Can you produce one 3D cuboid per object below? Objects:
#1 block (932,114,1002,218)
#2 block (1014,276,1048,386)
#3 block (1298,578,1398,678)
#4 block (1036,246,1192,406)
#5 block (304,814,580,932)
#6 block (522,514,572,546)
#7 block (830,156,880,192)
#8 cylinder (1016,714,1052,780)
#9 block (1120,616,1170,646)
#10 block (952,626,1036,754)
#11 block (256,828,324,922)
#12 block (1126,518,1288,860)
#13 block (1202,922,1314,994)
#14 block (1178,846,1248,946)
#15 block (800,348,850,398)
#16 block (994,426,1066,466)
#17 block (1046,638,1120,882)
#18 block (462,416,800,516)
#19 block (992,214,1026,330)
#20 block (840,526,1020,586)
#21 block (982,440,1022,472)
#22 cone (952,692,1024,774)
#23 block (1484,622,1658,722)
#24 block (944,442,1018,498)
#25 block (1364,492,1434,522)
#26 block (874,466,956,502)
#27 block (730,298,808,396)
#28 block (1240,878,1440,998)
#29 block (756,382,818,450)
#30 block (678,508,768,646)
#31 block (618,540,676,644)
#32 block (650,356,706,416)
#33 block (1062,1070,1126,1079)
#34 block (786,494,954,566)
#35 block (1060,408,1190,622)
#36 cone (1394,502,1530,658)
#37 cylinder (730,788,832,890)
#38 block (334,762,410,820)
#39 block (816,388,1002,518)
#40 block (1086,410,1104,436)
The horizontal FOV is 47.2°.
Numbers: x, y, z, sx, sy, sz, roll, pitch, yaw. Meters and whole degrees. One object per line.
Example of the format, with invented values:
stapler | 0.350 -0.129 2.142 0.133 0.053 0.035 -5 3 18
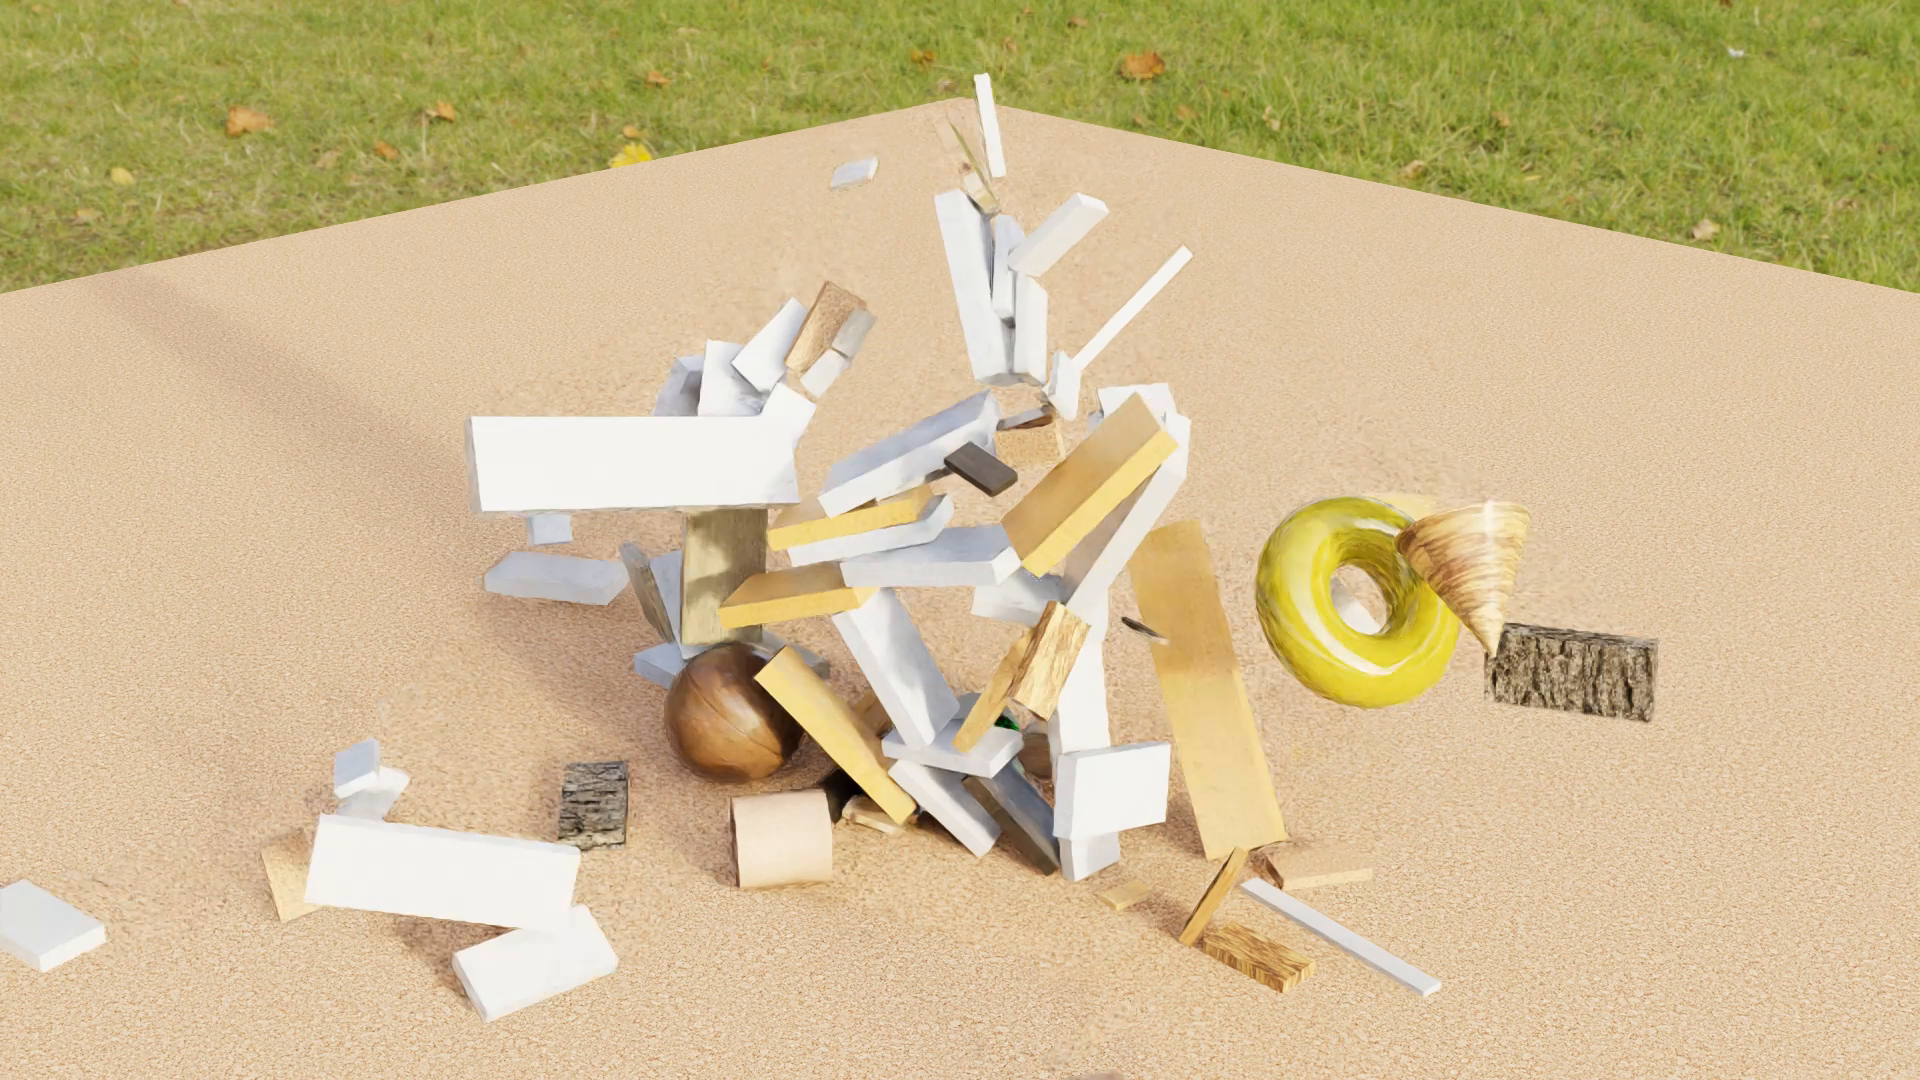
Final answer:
block | 0.014 -0.697 4.100 0.027 0.095 0.190 -31 64 11
block | 0.131 -0.383 4.055 0.026 0.182 0.091 -4 -14 23
block | 0.746 0.170 4.223 0.095 0.190 0.027 -38 22 10
block | 0.285 -0.397 4.083 0.378 0.026 0.091 -46 3 -7
block | -0.887 0.574 3.780 0.443 0.145 0.041 11 11 -18
block | -1.005 -0.106 5.305 0.033 0.230 0.115 -9 -2 41
block | -0.206 -0.711 4.278 0.101 0.014 0.050 -9 50 39
cylinder | 0.190 0.401 4.461 0.120 0.120 0.120 8 37 18
block | 0.339 0.167 4.030 0.045 0.013 0.091 26 4 -40
block | 0.075 0.285 4.160 0.035 0.249 0.125 36 37 9
block | -1.230 0.617 4.038 0.079 0.157 0.022 -20 23 -28
block | 0.475 0.289 4.308 0.153 0.652 0.043 -21 -14 27
block | 0.537 0.750 3.959 0.091 0.026 0.182 -21 31 -40
block | 0.462 0.649 4.007 0.026 0.182 0.091 31 29 6
block | -0.267 -0.333 4.343 0.050 0.101 0.014 43 27 -7
block | 0.123 -0.166 3.895 0.125 0.063 0.018 -4 17 31
block | 0.227 0.382 4.181 0.125 0.532 0.035 -20 21 -38
block | -0.604 -0.142 4.113 0.650 0.173 0.049 -2 -11 -34
block | 0.092 -0.498 4.083 0.027 0.190 0.095 -4 -20 20
block | -0.039 0.029 4.094 0.334 0.047 0.167 -1 23 32
block | 0.060 -0.138 3.964 0.065 0.018 0.131 43 40 10
cone | -0.035 0.450 4.561 0.242 0.242 0.242 -22 4 -41
block | 1.147 0.246 4.140 0.307 0.153 0.043 6 28 24
block | 0.038 -0.124 3.879 0.063 0.018 0.125 -35 51 -27
block | 0.893 -0.063 4.497 0.140 0.067 0.019 2 41 0
block | -0.086 -0.117 4.163 0.180 0.018 0.065 -20 17 -13
block | -0.367 -0.389 4.429 0.186 0.093 0.026 -47 9 -9
block | 0.691 0.725 4.036 0.045 0.013 0.451 -17 29 -35
block | -0.368 -0.209 4.352 0.093 0.186 0.026 32 -13 -17
block | -0.484 0.054 4.497 0.167 0.334 0.047 -2 27 -14
block | -0.714 0.120 5.049 0.033 0.230 0.115 -31 40 -19
block | -0.593 -0.248 4.710 0.167 0.334 0.047 -11 48 -49
block | 0.228 0.890 3.513 0.095 0.027 0.190 -6 1 -9
block | -0.169 -0.019 4.181 0.291 0.041 0.145 -10 18 21
block | 0.291 -0.035 3.931 0.047 0.402 0.167 24 39 -10
cone | 0.879 0.090 3.732 0.237 0.237 0.237 -8 -21 -3
cylinder | -0.342 0.569 4.193 0.176 0.176 0.176 -4 23 -10
block | -1.134 0.503 4.223 0.079 0.157 0.022 36 0 -44
block | -0.093 -0.163 4.109 0.346 0.049 0.173 -25 18 16
block | 0.303 -0.205 4.069 0.134 0.019 0.067 2 58 3
